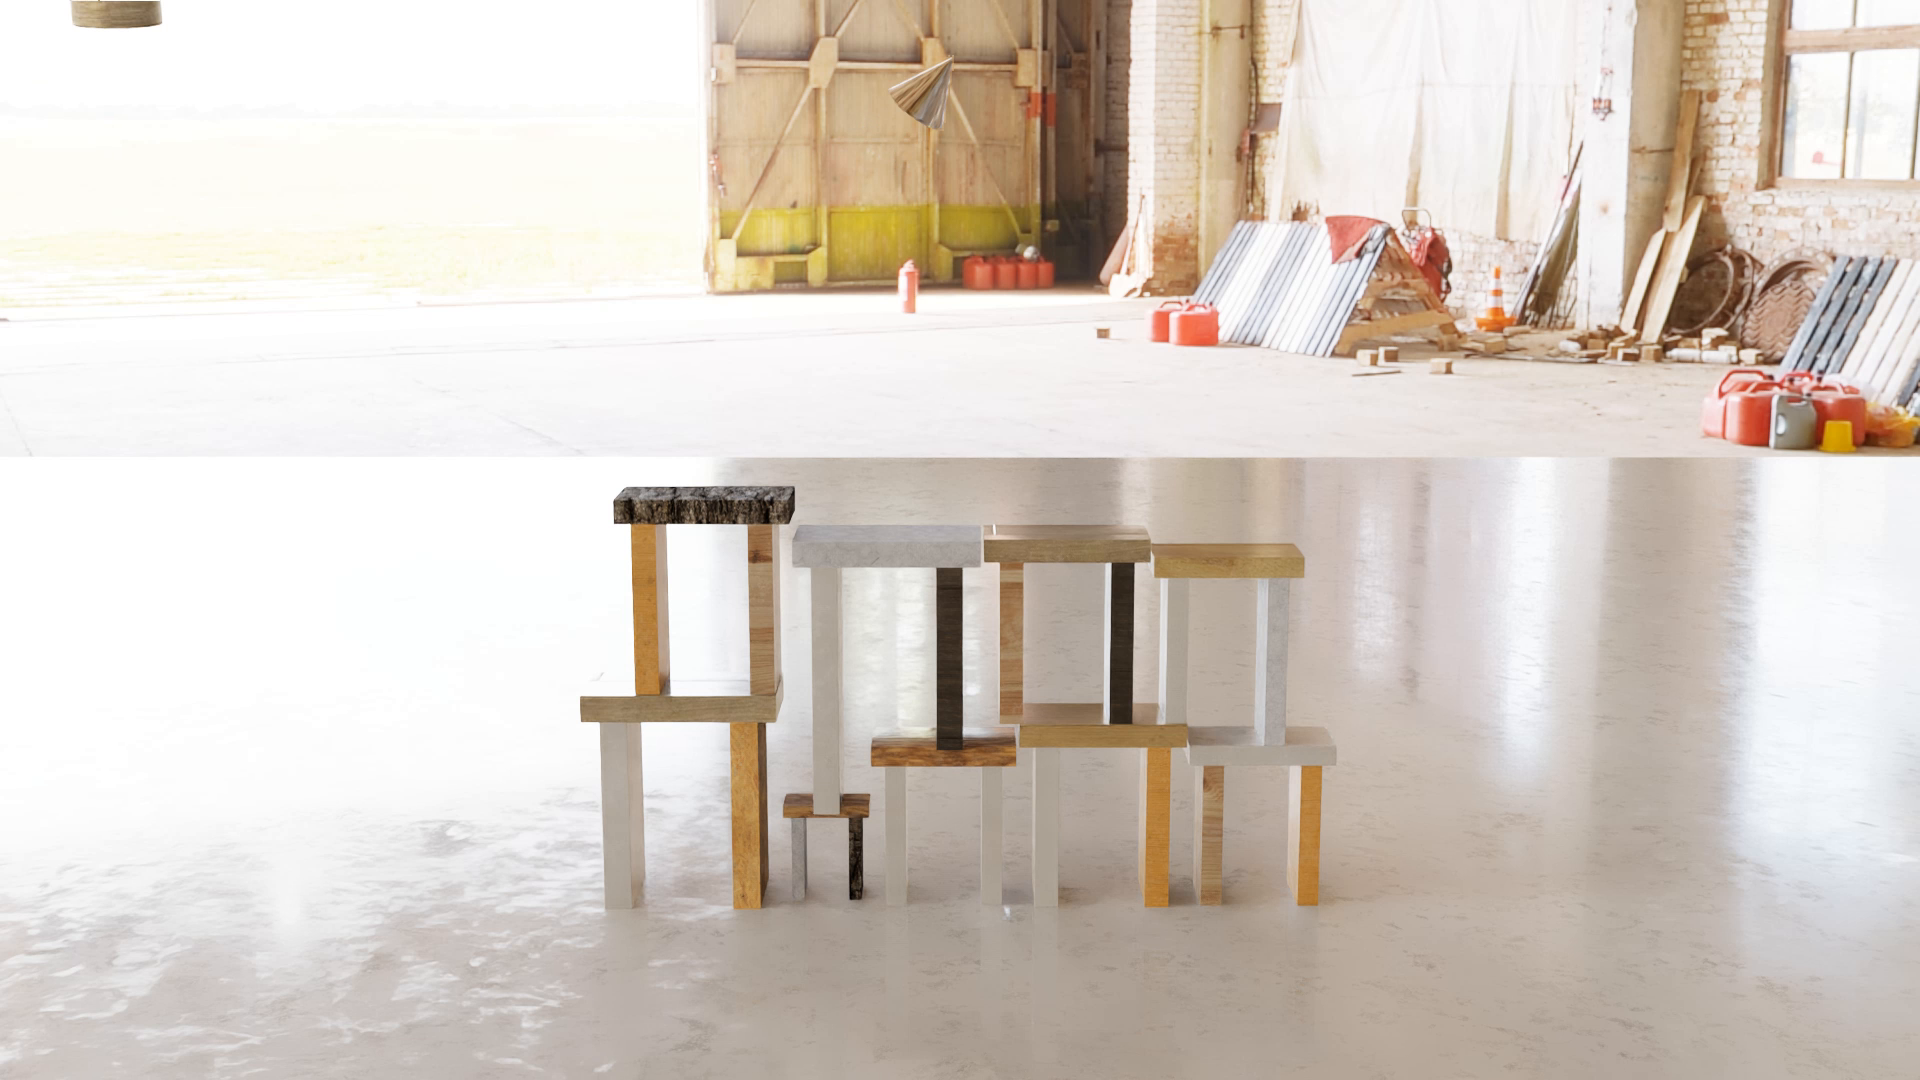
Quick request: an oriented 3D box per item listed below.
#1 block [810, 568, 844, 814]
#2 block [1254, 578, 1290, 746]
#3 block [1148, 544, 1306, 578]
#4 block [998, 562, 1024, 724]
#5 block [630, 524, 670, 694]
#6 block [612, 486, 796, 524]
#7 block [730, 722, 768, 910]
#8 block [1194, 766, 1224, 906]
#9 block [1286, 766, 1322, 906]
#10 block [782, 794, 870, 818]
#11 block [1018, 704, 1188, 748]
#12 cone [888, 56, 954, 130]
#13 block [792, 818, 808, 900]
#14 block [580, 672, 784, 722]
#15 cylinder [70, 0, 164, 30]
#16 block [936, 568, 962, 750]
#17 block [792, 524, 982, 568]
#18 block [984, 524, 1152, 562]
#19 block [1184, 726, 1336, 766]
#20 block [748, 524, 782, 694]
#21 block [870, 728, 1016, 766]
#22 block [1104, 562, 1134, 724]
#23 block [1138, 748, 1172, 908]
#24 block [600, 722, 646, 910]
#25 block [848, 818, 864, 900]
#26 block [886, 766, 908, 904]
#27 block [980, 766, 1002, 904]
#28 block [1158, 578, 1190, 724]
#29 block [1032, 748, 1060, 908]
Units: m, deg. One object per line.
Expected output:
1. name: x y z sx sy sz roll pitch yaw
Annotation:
1. block: -0.217 0.231 3.603 0.042 0.408 0.150 0 11 0
2. block: 0.509 0.186 3.594 0.034 0.277 0.120 0 11 0
3. block: 0.429 0.033 3.565 0.240 0.034 0.120 0 11 0
4. block: 0.083 0.155 3.592 0.038 0.266 0.133 0 11 0
5. block: -0.503 0.100 3.579 0.039 0.278 0.139 0 11 0
6. block: -0.410 -0.057 3.550 0.278 0.039 0.139 0 11 0
7. block: -0.348 0.434 3.644 0.045 0.315 0.158 0 11 0
8. block: 0.412 0.473 3.649 0.034 0.239 0.119 0 11 0
9. block: 0.571 0.473 3.649 0.034 0.239 0.119 0 11 0
10. block: -0.220 0.440 3.646 0.141 0.020 0.071 0 11 0
11. block: 0.232 0.304 3.618 0.271 0.038 0.135 0 11 0
12. cone: -0.071 -1.262 6.071 0.182 0.182 0.182 32 25 -17
13. block: -0.267 0.520 3.660 0.020 0.141 0.071 0 11 0
14. block: -0.453 0.258 3.611 0.315 0.045 0.158 0 11 0
15. cylinder: -1.999 -1.323 5.192 0.206 0.206 0.206 2 20 -1
16. block: -0.017 0.178 3.593 0.042 0.300 0.150 0 11 0
17. block: -0.116 0.010 3.562 0.300 0.042 0.150 0 11 0
18. block: 0.171 0.006 3.564 0.266 0.038 0.133 0 11 0
19. block: 0.491 0.339 3.624 0.239 0.034 0.119 0 11 0
20. block: -0.318 0.100 3.579 0.039 0.278 0.139 0 11 0
21. block: -0.027 0.341 3.628 0.236 0.033 0.118 0 11 0
22. block: 0.260 0.155 3.592 0.038 0.266 0.133 0 11 0
23. block: 0.322 0.456 3.647 0.038 0.271 0.135 0 11 0
24. block: -0.558 0.434 3.644 0.045 0.315 0.158 0 11 0
25. block: -0.173 0.520 3.661 0.020 0.141 0.071 0 11 0
26. block: -0.105 0.473 3.652 0.033 0.236 0.118 0 11 0
27. block: 0.052 0.473 3.652 0.033 0.236 0.118 0 11 0
28. block: 0.349 0.168 3.590 0.034 0.240 0.120 0 11 0
29. block: 0.141 0.456 3.647 0.038 0.271 0.135 0 11 0
